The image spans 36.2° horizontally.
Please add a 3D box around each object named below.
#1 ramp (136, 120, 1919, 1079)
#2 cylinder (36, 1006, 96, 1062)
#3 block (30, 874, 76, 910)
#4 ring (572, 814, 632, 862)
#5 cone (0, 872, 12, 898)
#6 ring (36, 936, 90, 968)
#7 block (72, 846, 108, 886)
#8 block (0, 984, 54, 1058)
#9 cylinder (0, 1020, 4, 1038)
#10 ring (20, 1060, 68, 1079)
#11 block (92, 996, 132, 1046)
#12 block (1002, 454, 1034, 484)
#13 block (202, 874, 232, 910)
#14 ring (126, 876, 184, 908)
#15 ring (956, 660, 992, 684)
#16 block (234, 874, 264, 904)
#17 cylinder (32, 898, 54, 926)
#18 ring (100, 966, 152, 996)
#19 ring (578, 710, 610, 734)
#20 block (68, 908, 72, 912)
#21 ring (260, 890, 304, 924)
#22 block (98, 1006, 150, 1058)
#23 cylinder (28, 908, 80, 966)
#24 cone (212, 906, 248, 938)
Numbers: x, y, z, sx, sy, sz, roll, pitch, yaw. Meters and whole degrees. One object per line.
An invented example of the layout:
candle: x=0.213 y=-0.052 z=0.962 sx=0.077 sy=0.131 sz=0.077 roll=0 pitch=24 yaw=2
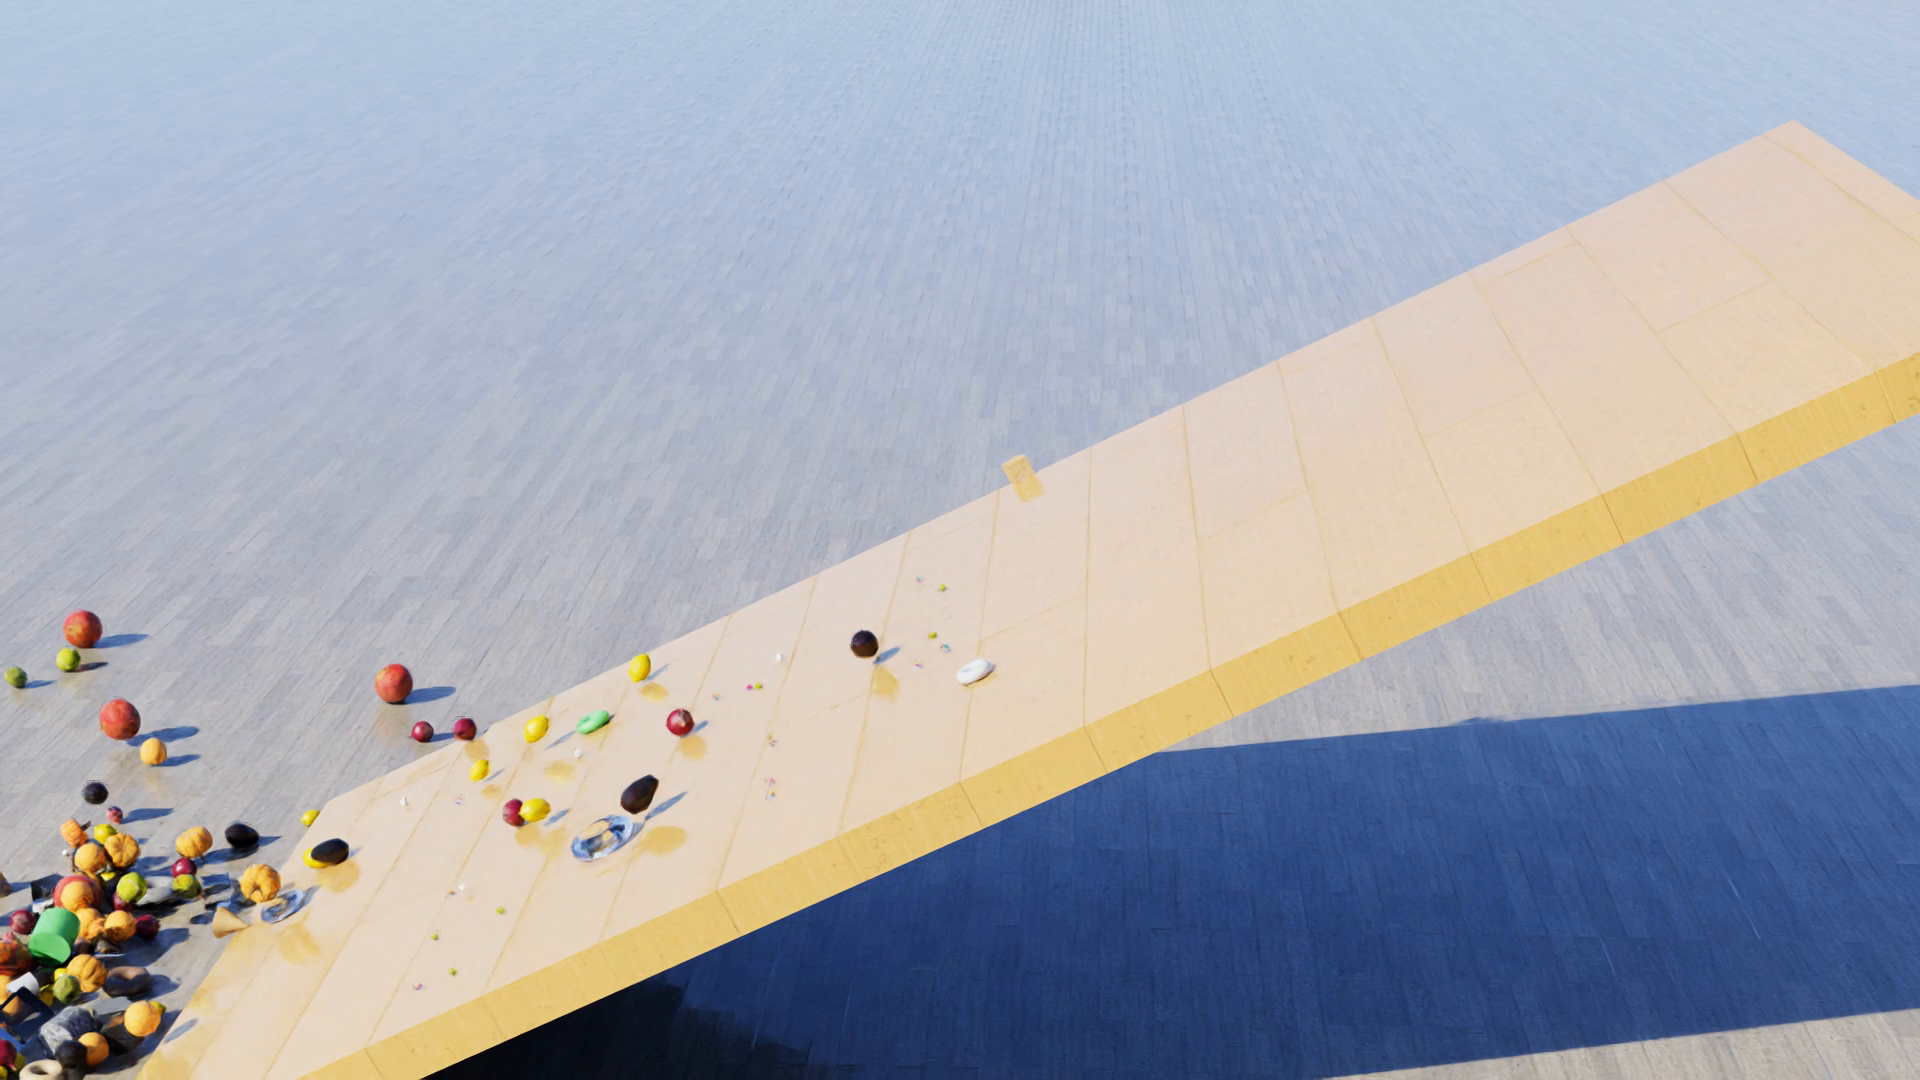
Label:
ramp: x=0.138 y=0.168 z=6.281 sx=4.000 sy=0.100 sz=2.000 roll=-25 pitch=14 yaw=10
cylinder: x=-1.935 y=1.069 z=6.365 sx=0.092 sy=0.092 sz=0.092 roll=4 pitch=17 yaw=13
block: x=-2.195 y=0.859 z=7.118 sx=0.071 sy=0.071 sz=0.071 roll=13 pitch=21 yaw=38
ring: x=-0.729 y=0.606 z=5.995 sx=0.137 sy=0.046 sz=0.137 roll=-25 pitch=15 yaw=7
cone: x=-2.375 y=0.819 z=7.210 sx=0.095 sy=0.095 sz=0.095 roll=0 pitch=16 yaw=0
ring: x=-2.091 y=0.955 z=6.841 sx=0.131 sy=0.044 sz=0.131 roll=1 pitch=17 yaw=0
block: x=-2.157 y=0.808 z=7.289 sx=0.072 sy=0.072 sz=0.072 roll=-3 pitch=17 yaw=-9
block: x=-2.032 y=1.040 z=6.354 sx=0.092 sy=0.092 sz=0.092 roll=41 pitch=46 yaw=1
cylinder: x=-2.136 y=1.065 z=6.389 sx=0.079 sy=0.079 sz=0.079 roll=-5 pitch=10 yaw=40
ring: x=-1.944 y=1.136 z=6.242 sx=0.100 sy=0.033 sz=0.100 roll=3 pitch=18 yaw=-1
block: x=-1.857 y=1.054 z=6.450 sx=0.073 sy=0.073 sz=0.073 roll=-8 pitch=18 yaw=-24
block: x=0.143 y=-0.173 z=7.217 sx=0.052 sy=0.052 sz=0.052 roll=-30 pitch=14 yaw=-12
block: x=-1.806 y=0.855 z=7.144 sx=0.064 sy=0.064 sz=0.064 roll=-5 pitch=17 yaw=-17
ring: x=-1.961 y=0.857 z=7.167 sx=0.139 sy=0.046 sz=0.139 roll=-1 pitch=13 yaw=0
ring: x=0.028 y=0.263 z=5.867 sx=0.077 sy=0.026 sz=0.077 roll=-25 pitch=14 yaw=7
block: x=-1.735 y=0.851 z=7.177 sx=0.052 sy=0.052 sz=0.052 roll=-11 pitch=20 yaw=-33
cylinder: x=-2.195 y=0.891 z=7.043 sx=0.051 sy=0.051 sz=0.051 roll=0 pitch=16 yaw=0
ring: x=-1.896 y=1.004 z=6.686 sx=0.113 sy=0.038 sz=0.113 roll=0 pitch=18 yaw=0
ring: x=-0.867 y=0.430 z=6.956 sx=0.083 sy=0.028 sz=0.083 roll=-25 pitch=15 yaw=7
block: x=-2.132 y=0.913 z=6.958 sx=0.058 sy=0.058 sz=0.058 roll=-4 pitch=17 yaw=-13
ring: x=-1.549 y=0.837 z=6.722 sx=0.109 sy=0.036 sz=0.109 roll=-27 pitch=14 yaw=7
block: x=-1.810 y=1.065 z=6.368 sx=0.066 sy=0.066 sz=0.066 roll=-26 pitch=18 yaw=17
cylinder: x=-2.070 y=0.906 z=6.725 sx=0.095 sy=0.095 sz=0.095 roll=0 pitch=29 yaw=0
cone: x=-1.670 y=0.885 z=6.779 sx=0.075 sy=0.075 sz=0.075 roll=4 pitch=17 yaw=15
